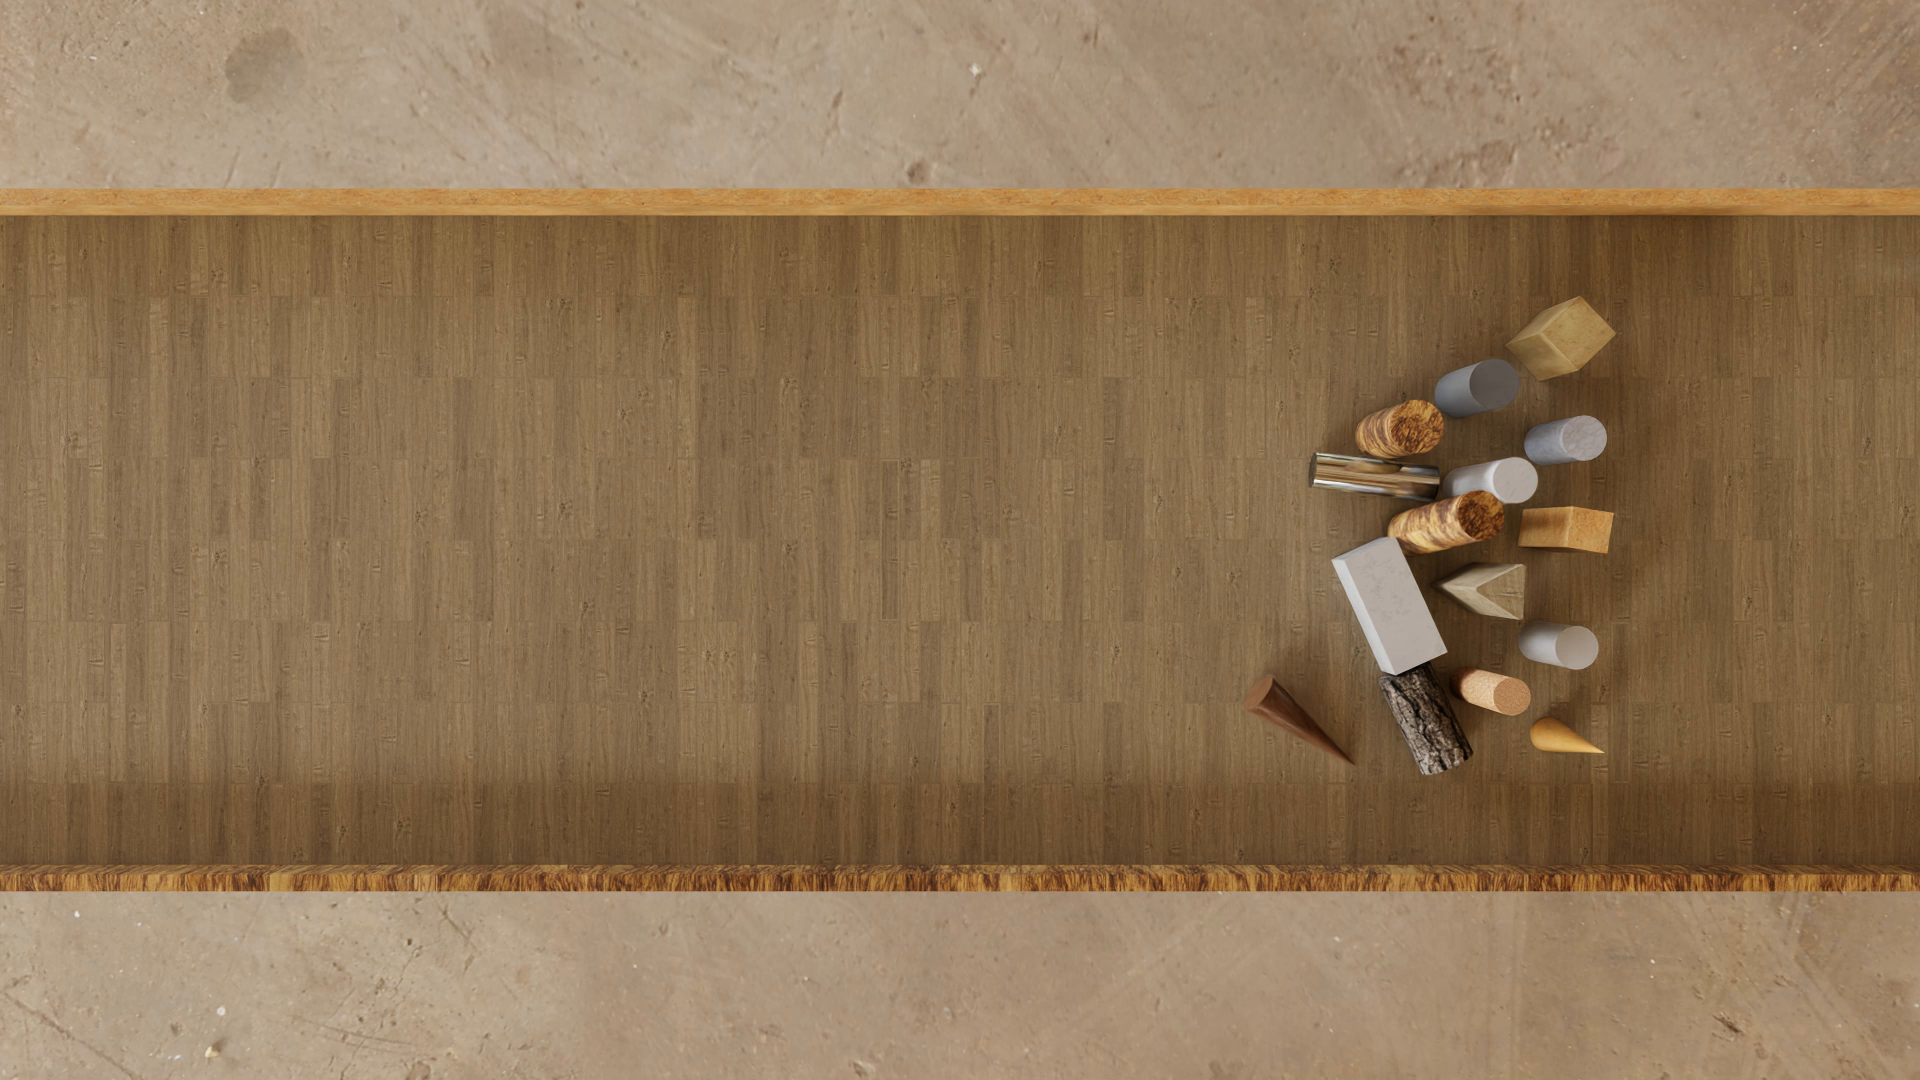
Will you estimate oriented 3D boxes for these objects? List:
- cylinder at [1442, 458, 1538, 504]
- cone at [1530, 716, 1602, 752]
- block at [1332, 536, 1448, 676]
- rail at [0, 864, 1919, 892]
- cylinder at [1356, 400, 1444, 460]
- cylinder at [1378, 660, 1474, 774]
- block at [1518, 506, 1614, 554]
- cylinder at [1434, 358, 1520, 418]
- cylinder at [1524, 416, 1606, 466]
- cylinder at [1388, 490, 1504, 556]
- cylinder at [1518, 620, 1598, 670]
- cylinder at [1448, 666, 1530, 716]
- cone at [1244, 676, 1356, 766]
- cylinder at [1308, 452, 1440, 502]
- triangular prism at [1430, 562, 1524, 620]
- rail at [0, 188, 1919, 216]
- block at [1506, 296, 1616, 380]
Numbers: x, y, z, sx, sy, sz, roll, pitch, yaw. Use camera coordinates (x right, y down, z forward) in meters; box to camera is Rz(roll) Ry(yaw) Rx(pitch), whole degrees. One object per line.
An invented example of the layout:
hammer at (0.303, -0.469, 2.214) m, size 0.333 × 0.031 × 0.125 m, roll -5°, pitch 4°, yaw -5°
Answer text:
cylinder at (1.554, -0.164, 4.854) m, size 0.129 × 0.441 × 0.129 m, roll 0°, pitch 89°, yaw -2°
cone at (1.810, 0.598, 4.852) m, size 0.109 × 0.448 × 0.109 m, roll 0°, pitch 90°, yaw 0°
block at (1.297, 0.197, 4.992) m, size 0.169 × 0.169 × 0.376 m, roll -24°, pitch 90°, yaw 0°
rail at (-2.247, 1.025, 5.001) m, size 12.000 × 0.150 × 0.050 m, roll 0°, pitch 90°, yaw 0°
cylinder at (1.293, -0.320, 4.871) m, size 0.152 × 0.410 × 0.152 m, roll 0°, pitch 90°, yaw 0°
cylinder at (1.409, 0.535, 4.994) m, size 0.165 × 0.165 × 0.309 m, roll -26°, pitch 90°, yaw 0°
block at (1.782, -0.028, 4.870) m, size 0.116 × 0.412 × 0.116 m, roll 9°, pitch 90°, yaw 0°
cylinder at (1.534, -0.448, 4.904) m, size 0.145 × 0.345 × 0.145 m, roll 0°, pitch 90°, yaw 0°
cylinder at (1.801, -0.294, 4.917) m, size 0.130 × 0.318 × 0.130 m, roll 0°, pitch 90°, yaw 0°
cylinder at (1.423, -0.045, 4.851) m, size 0.144 × 0.429 × 0.144 m, roll 1°, pitch 83°, yaw -12°
cylinder at (1.781, 0.311, 4.919) m, size 0.126 × 0.315 × 0.126 m, roll 0°, pitch 90°, yaw 0°
cylinder at (1.558, 0.442, 4.866) m, size 0.106 × 0.422 × 0.106 m, roll 0°, pitch 90°, yaw 0°
cone at (1.064, 0.580, 5.045) m, size 0.395 × 0.130 × 0.130 m, roll 37°, pitch 90°, yaw -9°
cylinder at (1.259, -0.192, 5.021) m, size 0.372 × 0.110 × 0.110 m, roll 7°, pitch 90°, yaw 0°
triangular prism at (1.546, 0.125, 4.849) m, size 0.153 × 0.455 × 0.133 m, roll 33°, pitch 90°, yaw 0°
rail at (-2.247, -1.025, 5.002) m, size 12.000 × 0.150 × 0.050 m, roll 0°, pitch 90°, yaw 0°
block at (1.786, -0.597, 4.916) m, size 0.152 × 0.322 × 0.152 m, roll -44°, pitch 90°, yaw 0°
